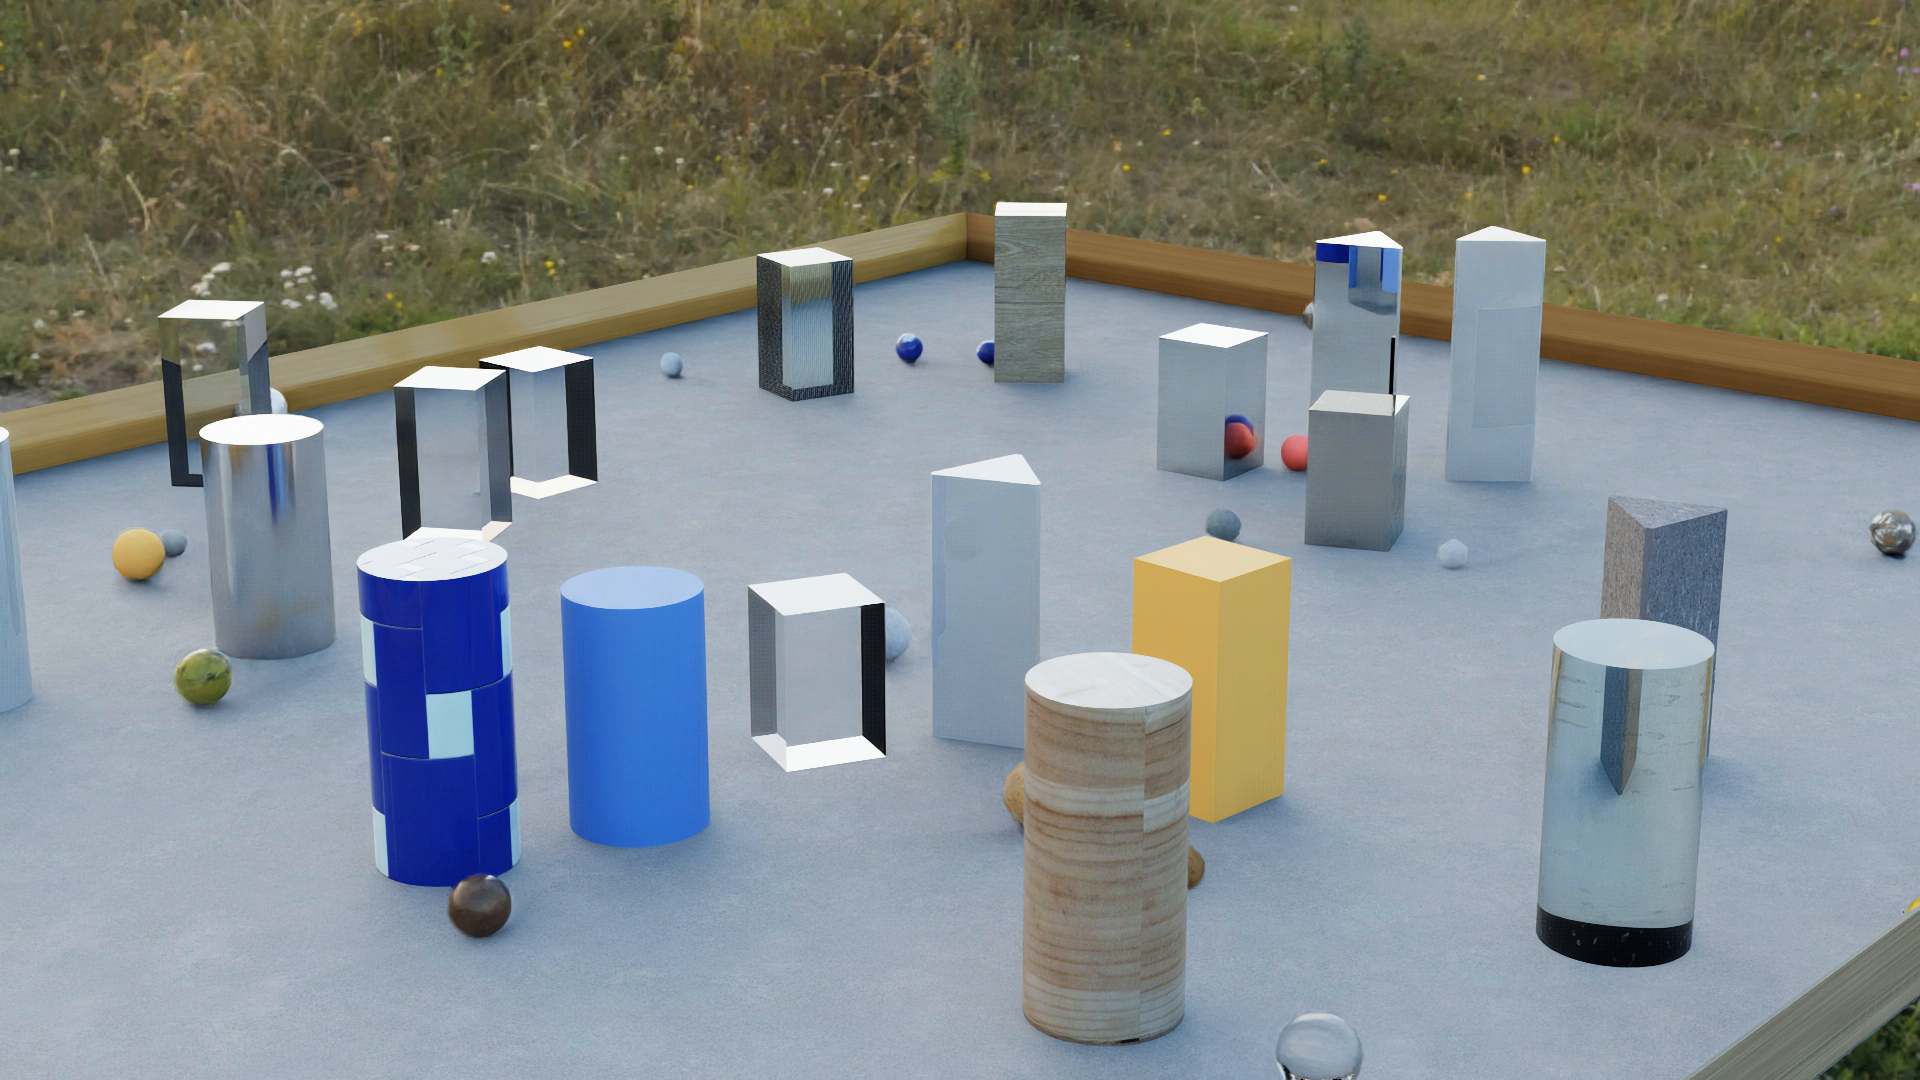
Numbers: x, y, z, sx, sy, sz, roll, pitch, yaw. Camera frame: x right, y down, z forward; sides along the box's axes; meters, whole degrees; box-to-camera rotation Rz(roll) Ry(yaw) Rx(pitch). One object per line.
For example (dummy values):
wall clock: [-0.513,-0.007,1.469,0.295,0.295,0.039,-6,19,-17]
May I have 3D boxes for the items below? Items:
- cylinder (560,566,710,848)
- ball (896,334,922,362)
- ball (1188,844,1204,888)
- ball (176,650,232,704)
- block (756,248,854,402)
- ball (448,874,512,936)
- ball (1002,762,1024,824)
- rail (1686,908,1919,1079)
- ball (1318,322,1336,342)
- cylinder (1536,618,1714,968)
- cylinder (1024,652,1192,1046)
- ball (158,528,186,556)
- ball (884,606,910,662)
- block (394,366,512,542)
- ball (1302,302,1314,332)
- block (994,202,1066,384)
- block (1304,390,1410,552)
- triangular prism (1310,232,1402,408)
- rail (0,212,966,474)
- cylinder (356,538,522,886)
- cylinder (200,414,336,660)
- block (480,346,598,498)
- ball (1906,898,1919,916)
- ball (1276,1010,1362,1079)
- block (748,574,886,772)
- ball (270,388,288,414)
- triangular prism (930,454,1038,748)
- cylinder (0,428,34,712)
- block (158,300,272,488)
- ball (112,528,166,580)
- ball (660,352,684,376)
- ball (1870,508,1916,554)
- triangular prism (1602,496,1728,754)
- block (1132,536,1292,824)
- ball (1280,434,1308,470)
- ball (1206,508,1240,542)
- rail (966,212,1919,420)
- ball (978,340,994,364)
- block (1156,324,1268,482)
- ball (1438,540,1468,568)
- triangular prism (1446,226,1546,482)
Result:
cylinder: [-0.451,0.230,4.088,0.197,0.346,0.197,0,17,0]
ball: [-0.119,-0.448,6.826,0.065,0.065,0.065,0,17,0]
ball: [0.295,0.435,3.903,0.061,0.061,0.061,0,17,0]
ball: [-1.184,0.214,4.591,0.086,0.086,0.086,0,17,0]
block: [-0.343,-0.481,6.521,0.157,0.303,0.157,-10,19,-30]
ball: [-0.615,0.468,3.759,0.081,0.081,0.081,0,17,0]
ball: [0.106,0.354,4.113,0.094,0.094,0.094,0,17,0]
rail: [1.452,0.396,3.913,0.045,0.128,4.527,14,22,39]
ball: [0.881,-0.498,7.027,0.044,0.044,0.044,0,17,0]
cylinder: [0.839,0.318,3.710,0.197,0.396,0.197,0,17,0]
cylinder: [0.174,0.367,3.498,0.197,0.425,0.197,0,17,0]
ball: [-1.436,0.005,5.345,0.052,0.052,0.052,0,17,0]
ball: [-0.126,0.154,4.781,0.091,0.091,0.091,0,17,0]
block: [-0.941,-0.157,5.459,0.157,0.296,0.157,3,17,11]
ball: [0.872,-0.540,7.097,0.084,0.084,0.084,0,17,0]
block: [0.160,-0.561,6.651,0.157,0.382,0.157,1,17,3]
block: [0.736,-0.129,5.434,0.157,0.257,0.157,5,18,17]
triangular prism: [0.796,-0.355,5.782,0.170,0.488,0.147,7,18,22]
rail: [-1.452,-0.332,6.327,0.045,0.128,4.527,14,22,39]
cylinder: [-0.699,0.230,3.947,0.197,0.429,0.197,0,17,0]
cylinder: [-1.140,-0.006,4.839,0.197,0.365,0.197,0,17,0]
block: [-0.831,-0.234,5.787,0.157,0.253,0.157,14,22,38]
ball: [1.238,0.484,3.742,0.060,0.060,0.060,0,17,0]
ball: [0.409,0.585,3.339,0.098,0.098,0.098,0,17,0]
block: [-0.214,0.196,4.382,0.157,0.242,0.157,-7,18,-22]
ball: [-1.472,-0.278,6.214,0.093,0.093,0.093,0,17,0]
triangular prism: [0.062,0.088,4.442,0.170,0.414,0.147,6,18,20]
cylinder: [-1.564,0.047,4.564,0.197,0.423,0.197,0,17,0]
block: [-1.473,-0.290,5.819,0.157,0.342,0.157,2,17,7]
ball: [-1.459,0.026,5.207,0.091,0.091,0.091,0,17,0]
ball: [-0.657,-0.400,6.684,0.054,0.054,0.054,0,17,0]
ball: [1.706,-0.016,5.361,0.082,0.082,0.082,0,17,0]
triangular prism: [1.007,0.135,4.340,0.170,0.383,0.147,-12,21,-35]
block: [0.356,0.196,4.183,0.157,0.356,0.157,16,23,42]
ball: [0.684,-0.177,5.909,0.075,0.075,0.075,0,17,0]
ball: [0.488,-0.026,5.429,0.063,0.063,0.063,0,17,0]
rail: [1.469,-0.456,6.739,3.893,0.128,0.045,14,22,39]
ball: [0.067,-0.435,6.804,0.053,0.053,0.053,0,17,0]
block: [0.507,-0.279,5.901,0.157,0.274,0.157,12,21,35]
ball: [0.888,0.025,5.280,0.051,0.051,0.051,0,17,0]
triangular prism: [1.058,-0.372,5.845,0.170,0.485,0.147,1,17,3]
